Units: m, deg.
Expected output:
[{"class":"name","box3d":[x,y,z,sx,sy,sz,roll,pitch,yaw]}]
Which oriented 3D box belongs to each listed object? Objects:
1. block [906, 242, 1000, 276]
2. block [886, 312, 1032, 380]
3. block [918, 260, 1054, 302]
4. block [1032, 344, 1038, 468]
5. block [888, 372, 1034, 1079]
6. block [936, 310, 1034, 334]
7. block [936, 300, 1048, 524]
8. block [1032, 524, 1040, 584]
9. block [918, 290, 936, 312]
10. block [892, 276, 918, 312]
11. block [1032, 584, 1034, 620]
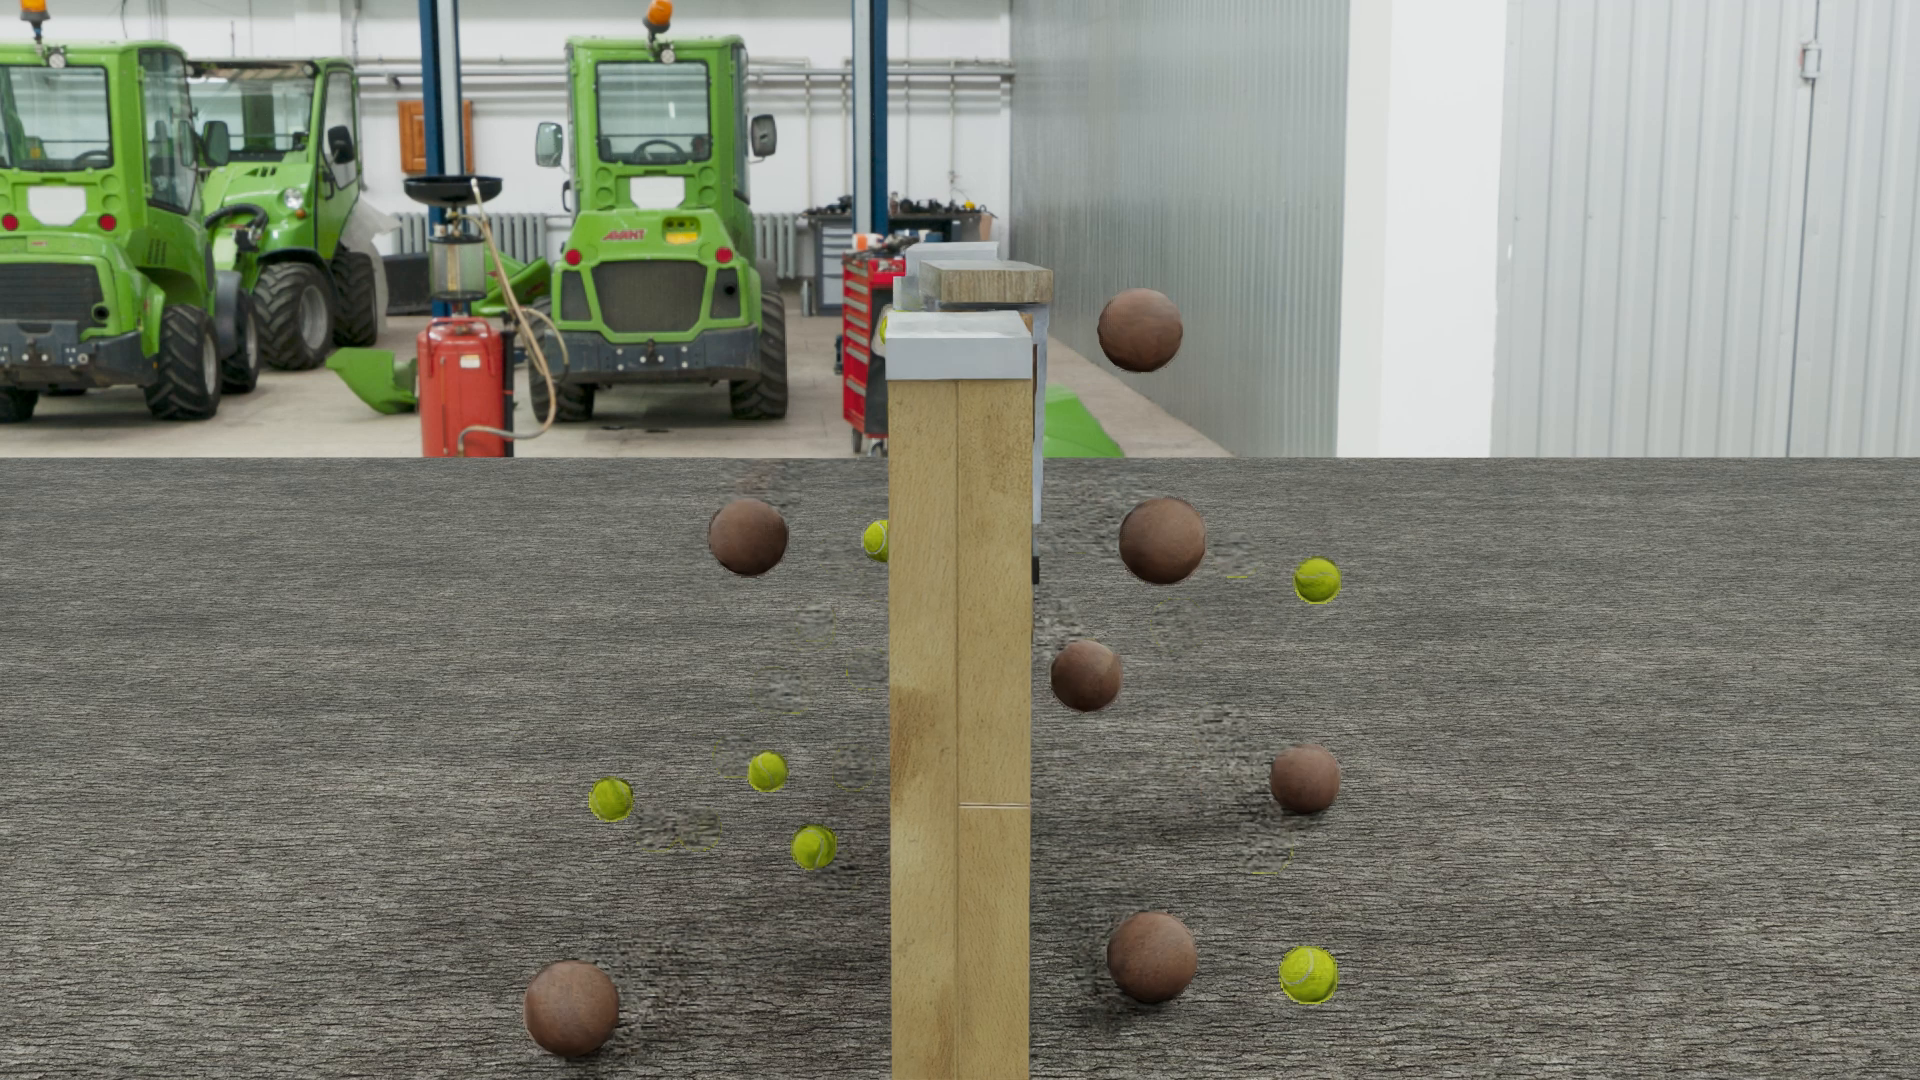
[{"class":"block","box3d":[-0.009,-0.488,3.814,0.153,0.043,0.305,-1,10,2]},{"class":"block","box3d":[-0.006,-0.256,2.864,0.180,0.051,0.359,-1,11,-1]},{"class":"block","box3d":[0.037,-0.412,3.491,0.170,0.048,0.340,0,10,-7]},{"class":"block","box3d":[0.039,-0.154,3.316,0.144,0.287,0.041,2,7,0]},{"class":"block","box3d":[0.001,0.261,2.832,0.180,0.952,0.051,0,10,2]},{"class":"block","box3d":[0.021,-0.303,3.208,0.144,0.041,0.287,3,10,7]},{"class":"block","box3d":[0.044,-0.198,3.408,0.170,0.340,0.048,1,7,-7]},{"class":"block","box3d":[0.042,0.015,3.310,0.145,0.041,0.290,2,10,0]},{"class":"block","box3d":[0.014,-0.220,3.646,0.170,0.382,0.048,1,10,0]},{"class":"block","box3d":[-0.028,-0.187,3.771,0.153,0.534,0.043,-5,10,-20]},{"class":"block","box3d":[0.040,0.161,3.431,0.145,0.290,0.041,3,11,3]}]
